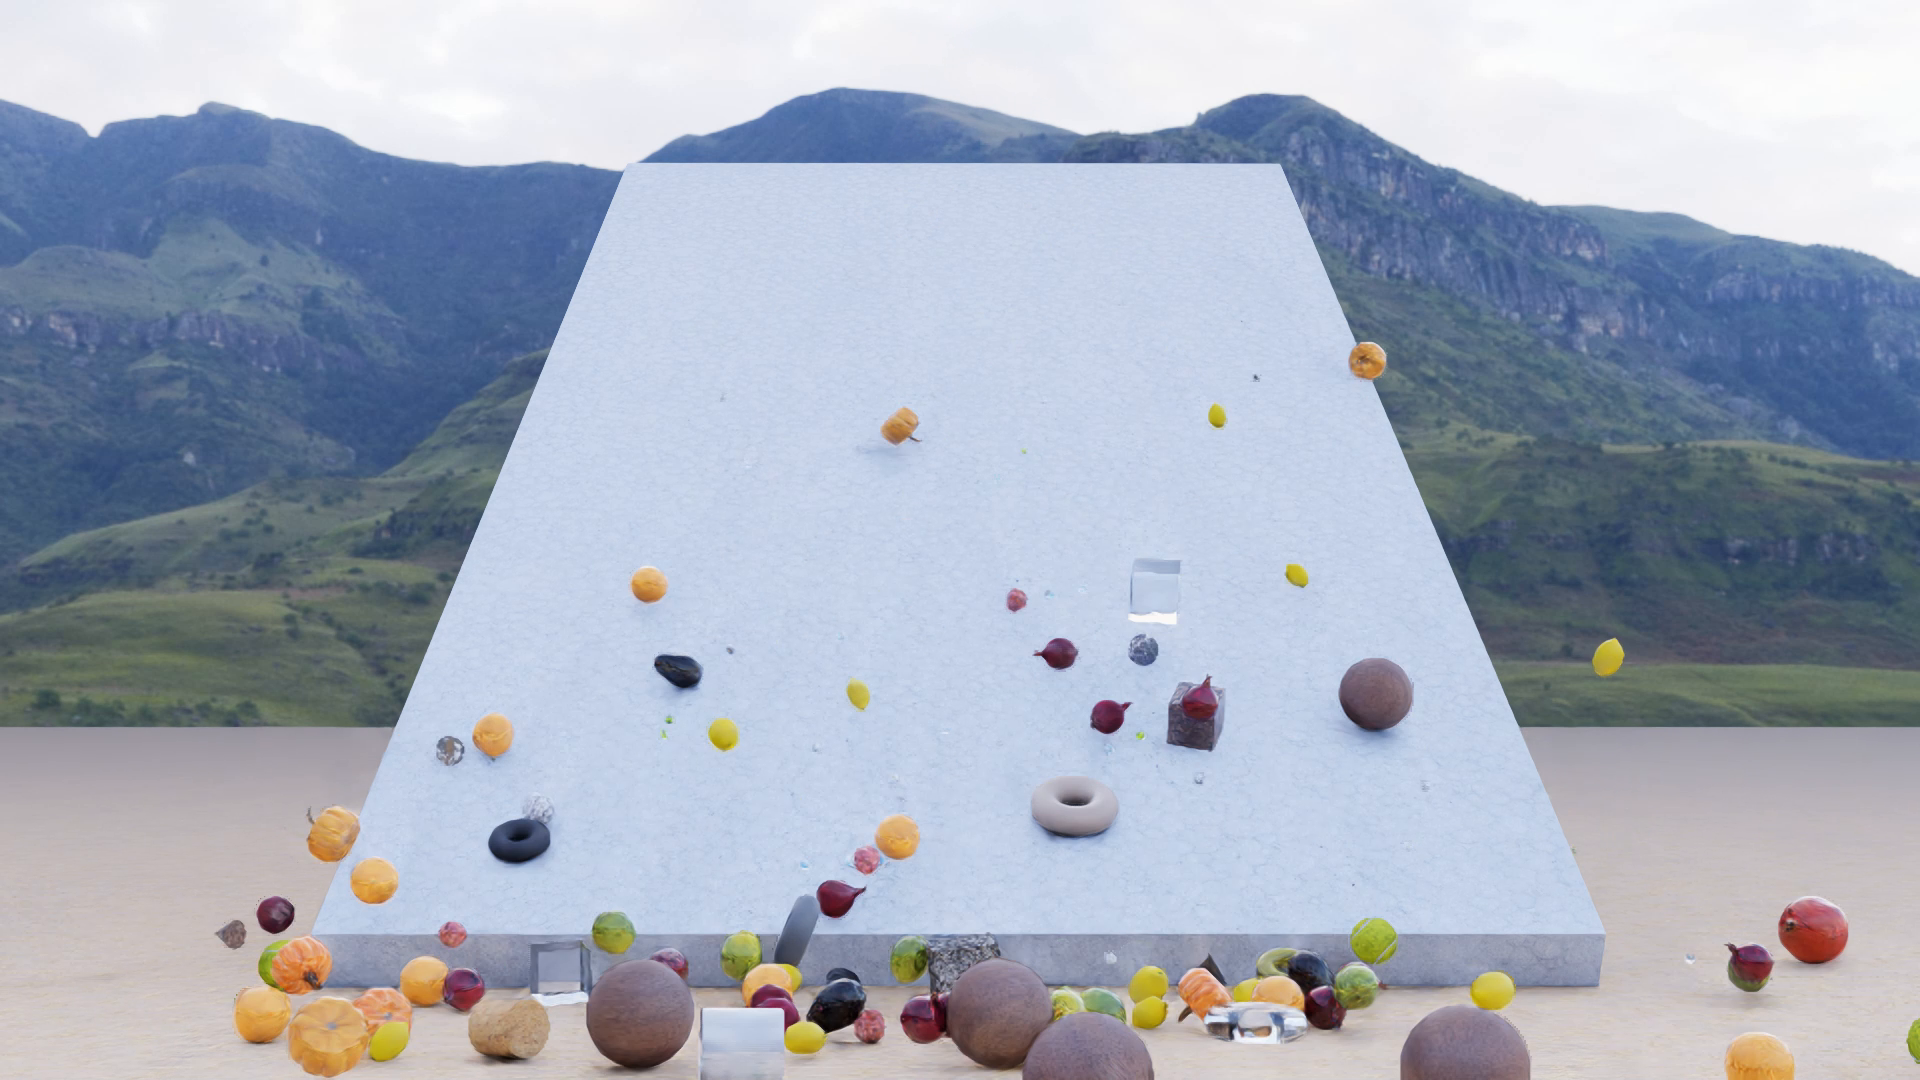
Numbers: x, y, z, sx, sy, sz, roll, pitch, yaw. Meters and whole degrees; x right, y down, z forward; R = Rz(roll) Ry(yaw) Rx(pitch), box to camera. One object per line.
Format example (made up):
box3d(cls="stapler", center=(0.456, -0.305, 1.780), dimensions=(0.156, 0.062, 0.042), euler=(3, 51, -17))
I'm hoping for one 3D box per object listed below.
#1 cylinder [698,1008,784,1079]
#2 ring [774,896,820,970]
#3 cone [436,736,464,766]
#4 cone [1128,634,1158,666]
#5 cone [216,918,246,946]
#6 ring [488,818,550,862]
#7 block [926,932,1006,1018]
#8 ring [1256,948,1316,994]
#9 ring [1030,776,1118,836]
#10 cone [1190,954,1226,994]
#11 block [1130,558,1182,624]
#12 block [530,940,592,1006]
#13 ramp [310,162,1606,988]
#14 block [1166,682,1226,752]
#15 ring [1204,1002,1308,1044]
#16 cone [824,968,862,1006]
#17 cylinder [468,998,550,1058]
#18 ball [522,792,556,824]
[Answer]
box3d(cls="cylinder", center=(-0.245, 0.569, 2.641), dimensions=(0.091, 0.091, 0.091), euler=(2, -5, -8))
box3d(cls="ring", center=(-0.243, 0.586, 3.514), dimensions=(0.040, 0.120, 0.120), euler=(22, -6, -3))
box3d(cls="cone", center=(-0.897, 0.367, 4.099), dimensions=(0.052, 0.052, 0.052), euler=(3, -8, -35))
box3d(cls="cone", center=(0.349, 0.206, 4.431), dimensions=(0.059, 0.059, 0.059), euler=(-1, -2, 14))
box3d(cls="cone", center=(-1.337, 0.717, 4.290), dimensions=(0.052, 0.052, 0.052), euler=(-17, -13, 31))
box3d(cls="ring", center=(-0.717, 0.489, 3.841), dimensions=(0.101, 0.034, 0.101), euler=(-1, 26, 1))
box3d(cls="block", center=(0.008, 0.617, 3.346), dimensions=(0.094, 0.094, 0.094), euler=(-6, 1, -7))
box3d(cls="ring", center=(0.489, 0.646, 3.541), dimensions=(0.091, 0.030, 0.091), euler=(0, 29, 0))
box3d(cls="ring", center=(0.190, 0.442, 3.926), dimensions=(0.148, 0.049, 0.148), euler=(1, 25, 0))
box3d(cls="cone", center=(0.372, 0.640, 3.529), dimensions=(0.053, 0.053, 0.053), euler=(0, 29, 0))
box3d(cls="block", center=(0.379, 0.098, 4.577), dimensions=(0.092, 0.092, 0.092), euler=(4, 26, 7))
box3d(cls="block", center=(-0.566, 0.615, 3.348), dimensions=(0.071, 0.071, 0.071), euler=(-6, -25, 2))
box3d(cls="ramp", center=(-0.010, -0.228, 5.457), dimensions=(2.000, 0.100, 4.000), euler=(0, 26, 0))
box3d(cls="block", center=(0.416, 0.310, 4.155), dimensions=(0.083, 0.083, 0.083), euler=(8, 27, 16))
box3d(cls="ring", center=(0.386, 0.630, 3.076), dimensions=(0.134, 0.045, 0.134), euler=(1, -5, 0))
box3d(cls="cone", center=(-0.175, 0.646, 3.347), dimensions=(0.057, 0.057, 0.057), euler=(-1, 22, 19))
box3d(cls="cylinder", center=(-0.556, 0.600, 2.904), dimensions=(0.071, 0.071, 0.071), euler=(-7, -8, 42))
box3d(cls="ball", center=(-0.698, 0.445, 3.906), dimensions=(0.054, 0.054, 0.054), euler=(0, -4, 0))
